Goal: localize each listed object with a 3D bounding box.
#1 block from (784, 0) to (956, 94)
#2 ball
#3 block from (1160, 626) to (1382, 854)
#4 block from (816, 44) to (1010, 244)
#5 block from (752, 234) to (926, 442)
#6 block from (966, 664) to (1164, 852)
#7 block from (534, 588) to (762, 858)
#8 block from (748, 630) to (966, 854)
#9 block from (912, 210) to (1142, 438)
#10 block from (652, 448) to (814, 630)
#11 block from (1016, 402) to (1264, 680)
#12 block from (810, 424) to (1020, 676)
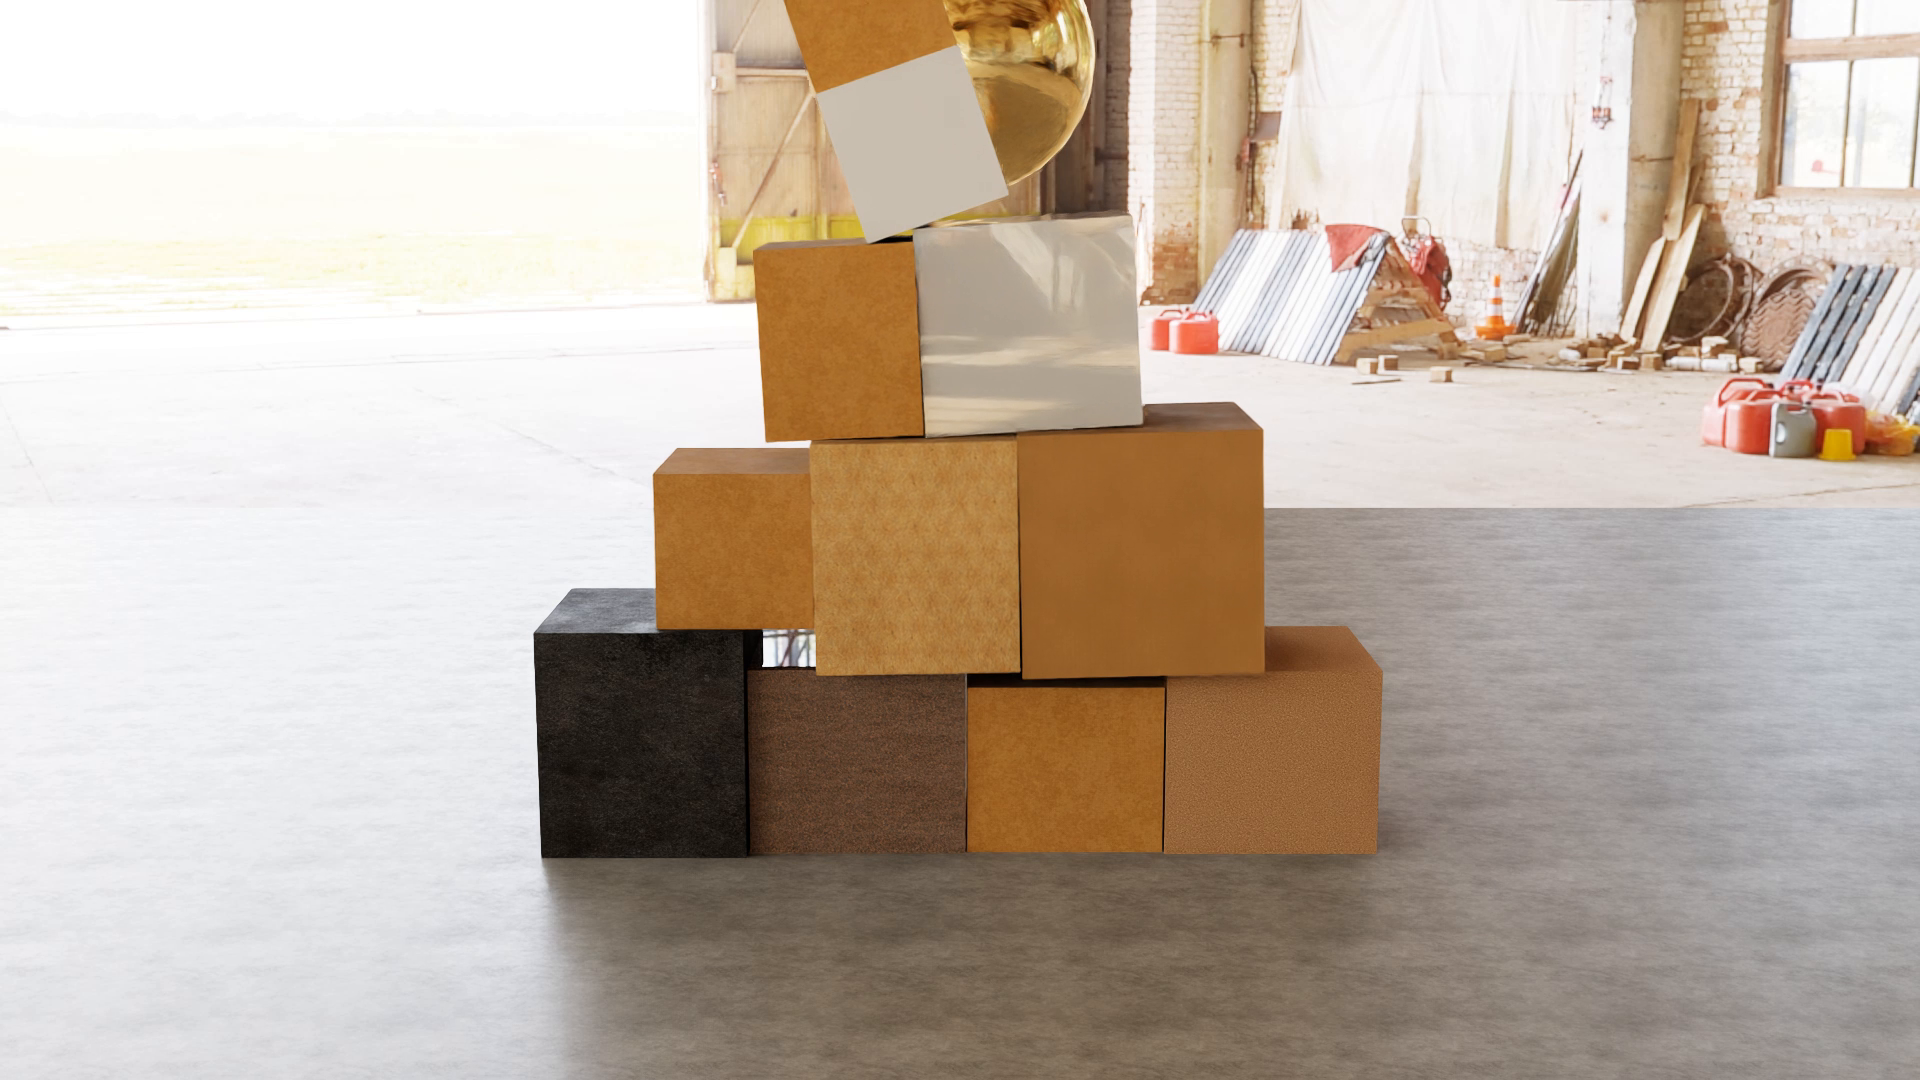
[{"bbox_3d":[-0.450,-2.590,10.723,0.710,0.636,0.735,-19,10,4],"label":"block"},{"bbox_3d":[0.000,-2.845,12.996,1.600,1.600,1.600,0,10,0],"label":"ball"},{"bbox_3d":[1.548,1.013,11.376,1.057,0.936,1.014,0,10,0],"label":"block"},{"bbox_3d":[-0.224,-1.943,10.805,0.717,0.743,0.745,-19,10,3],"label":"block"},{"bbox_3d":[-0.583,-1.021,10.981,0.768,0.925,0.871,-3,10,0],"label":"block"},{"bbox_3d":[0.522,1.063,11.356,0.974,0.846,0.906,0,10,0],"label":"block"},{"bbox_3d":[-1.566,0.916,11.332,1.020,1.143,1.096,0,10,0],"label":"block"},{"bbox_3d":[-0.510,1.016,11.358,1.072,0.937,0.959,0,10,0],"label":"block"},{"bbox_3d":[0.329,-1.098,10.990,1.053,1.002,0.873,-3,10,1],"label":"block"},{"bbox_3d":[-1.102,-0.025,11.165,0.772,0.769,0.931,0,10,0],"label":"block"},{"bbox_3d":[0.878,-0.027,11.169,1.178,1.193,1.155,-2,10,0],"label":"block"},{"bbox_3d":[-0.214,-0.010,11.168,0.992,1.133,1.165,-1,10,0],"label":"block"}]
